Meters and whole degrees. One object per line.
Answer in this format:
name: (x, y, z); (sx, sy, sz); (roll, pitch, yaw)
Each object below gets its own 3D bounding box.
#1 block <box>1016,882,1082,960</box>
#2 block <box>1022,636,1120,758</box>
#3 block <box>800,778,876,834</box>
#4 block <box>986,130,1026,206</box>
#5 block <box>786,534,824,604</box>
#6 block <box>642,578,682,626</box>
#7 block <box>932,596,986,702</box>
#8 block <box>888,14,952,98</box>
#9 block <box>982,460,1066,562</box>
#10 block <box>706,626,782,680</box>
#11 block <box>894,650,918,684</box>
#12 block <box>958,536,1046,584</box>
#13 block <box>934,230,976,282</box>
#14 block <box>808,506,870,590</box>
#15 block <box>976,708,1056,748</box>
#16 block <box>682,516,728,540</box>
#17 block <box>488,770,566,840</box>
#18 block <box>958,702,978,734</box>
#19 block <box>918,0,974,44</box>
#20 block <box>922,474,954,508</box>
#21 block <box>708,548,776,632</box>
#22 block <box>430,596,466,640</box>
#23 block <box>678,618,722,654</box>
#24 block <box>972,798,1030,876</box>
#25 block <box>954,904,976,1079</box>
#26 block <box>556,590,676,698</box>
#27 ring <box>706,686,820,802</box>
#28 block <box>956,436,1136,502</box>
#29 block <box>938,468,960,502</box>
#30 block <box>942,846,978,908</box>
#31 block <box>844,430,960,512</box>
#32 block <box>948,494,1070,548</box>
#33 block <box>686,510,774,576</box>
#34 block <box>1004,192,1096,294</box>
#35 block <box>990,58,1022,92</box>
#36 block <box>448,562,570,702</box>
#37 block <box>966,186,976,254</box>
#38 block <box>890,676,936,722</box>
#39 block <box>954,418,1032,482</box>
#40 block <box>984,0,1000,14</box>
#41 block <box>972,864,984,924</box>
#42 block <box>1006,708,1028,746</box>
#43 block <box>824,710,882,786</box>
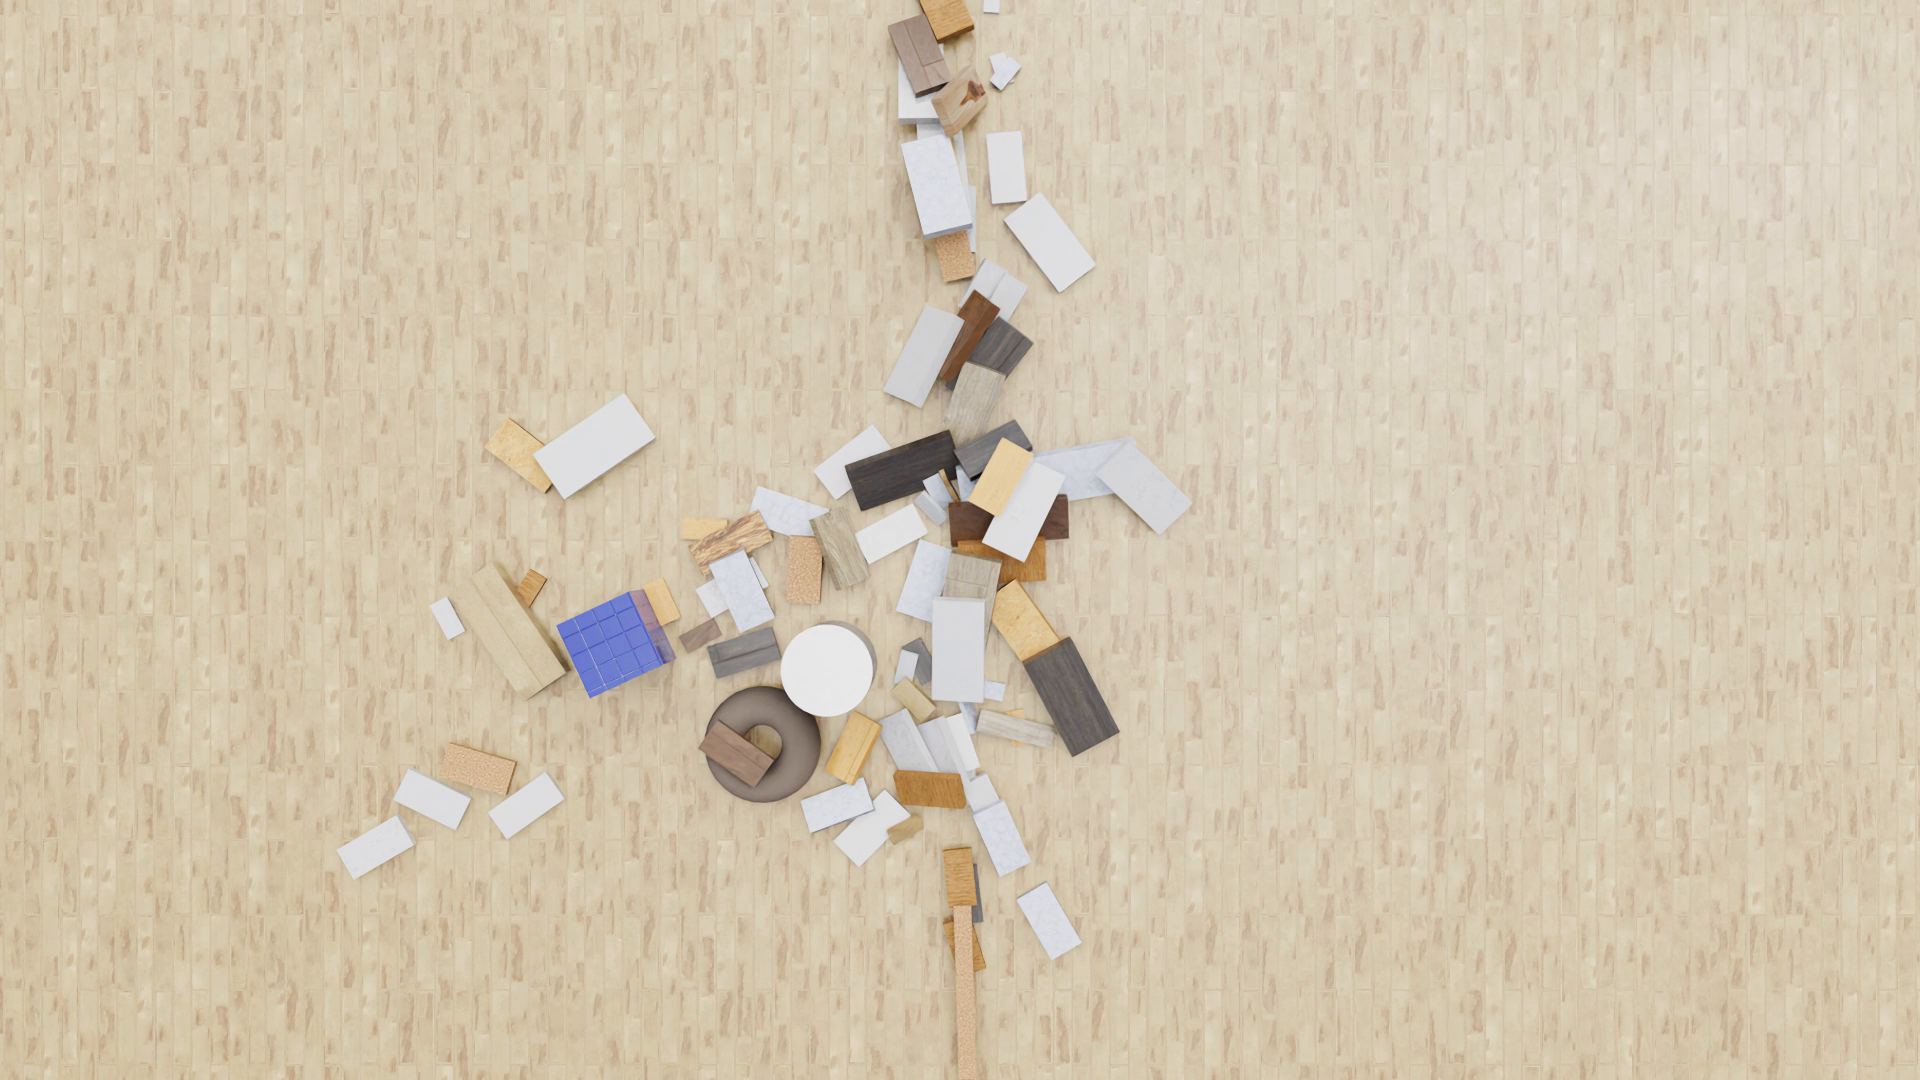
block: (0.295, 1.264, 5.484); (0.116, 0.033, 0.231); (-30, 90, 0)
block: (0.366, 0.517, 5.436); (0.180, 0.051, 0.359); (-28, 102, 0)
block: (-0.405, 0.880, 5.463); (0.224, 0.032, 0.112); (-21, 71, 2)
block: (0.154, -1.236, 5.484); (0.116, 0.033, 0.232); (-5, 90, 0)
block: (-0.513, 0.099, 5.464); (0.112, 0.032, 0.223); (4, 100, 1)
block: (-0.992, 0.205, 5.490); (0.073, 0.021, 0.146); (-25, 90, 0)
block: (-0.003, 0.360, 5.413); (0.170, 0.048, 0.340); (3, 104, 8)
block: (-0.130, -1.592, 5.422); (0.131, 0.037, 0.262); (-20, 77, -5)
block: (0.207, -0.101, 5.378); (0.153, 0.043, 0.311); (26, 91, -3)
block: (-0.716, 0.375, 5.484); (0.224, 0.032, 0.112); (-17, 90, 0)
block: (-0.177, 0.426, 5.472); (0.058, 0.016, 0.116); (15, 107, 6)
block: (0.139, 0.069, 5.453); (0.287, 0.041, 0.144); (-3, 114, 0)
block: (-0.024, -0.972, 5.451); (0.109, 0.031, 0.219); (-13, 98, 2)
block: (-0.395, 0.027, 5.439); (0.125, 0.035, 0.250); (-24, 96, -35)
block: (0.185, 0.625, 5.467); (0.261, 0.021, 0.072); (15, 86, -9)
block: (-0.848, -0.036, 5.490); (0.146, 0.021, 0.073); (5, 90, 0)
block: (-1.439, 0.881, 5.485); (0.233, 0.031, 0.109); (-35, 90, 0)
block: (0.032, 0.580, 5.471); (0.017, 0.059, 0.117); (-20, 90, 30)
block: (-0.064, -1.784, 5.458); (0.131, 0.037, 0.262); (-23, 80, 0)
block: (-0.071, -0.159, 5.462); (0.059, 0.017, 0.118); (-26, 119, 3)
block: (-0.719, 0.167, 5.445); (0.125, 0.035, 0.250); (-23, 102, -1)
block: (-1.704, 0.261, 5.491); (0.065, 0.018, 0.130); (-28, 90, 0)
block: (-0.863, 0.319, 5.491); (0.130, 0.018, 0.065); (-29, 90, 0)
block: (0.136, 0.985, 5.457); (0.116, 0.033, 0.231); (-24, 100, -6)
block: (0.021, 1.626, 5.461); (0.058, 0.016, 0.850); (-2, 94, 0)
block: (-1.114, 0.334, 5.372); (0.256, 0.256, 0.256); (-25, 90, 0)
ring: (-0.650, 0.674, 5.437); (0.386, 0.129, 0.386); (0, 91, 1)
block: (0.292, -0.207, 5.446); (0.594, 0.048, 0.170); (-10, 112, 0)
block: (-0.032, -0.173, 5.440); (0.017, 0.059, 0.118); (-26, 128, 6)
block: (0.000, 1.117, 5.460); (0.095, 0.027, 0.189); (-6, 90, 0)
block: (-0.182, -0.229, 5.440); (0.365, 0.045, 0.160); (-19, 120, 0)
block: (0.161, -0.064, 5.445); (0.392, 0.041, 0.144); (-4, 115, -2)
block: (-0.759, 0.008, 5.456); (0.265, 0.032, 0.112); (-27, 93, 3)
block: (0.298, -0.986, 5.478); (0.153, 0.043, 0.305); (-37, 90, 0)
block: (0.151, -1.548, 5.478); (0.052, 0.015, 0.104); (40, 90, 0)
block: (-1.490, 0.303, 5.463); (0.180, 0.051, 0.437); (-34, 90, 8)
block: (-0.003, -1.066, 5.485); (0.109, 0.031, 0.219); (1, 90, 0)
block: (-0.153, 0.527, 5.475); (0.145, 0.021, 0.072); (44, 108, -3)
block: (0.108, -0.293, 5.394); (0.232, 0.033, 0.116); (-27, 67, -9)
block: (0.106, -1.808, 5.493); (0.052, 0.015, 0.104); (3, 90, 0)
block: (0.020, 1.180, 5.487); (0.095, 0.027, 0.189); (-7, 90, 0)
block: (0.193, 0.624, 5.492); (0.059, 0.017, 0.117); (-11, 90, 0)
block: (-0.352, 0.689, 5.464); (0.109, 0.031, 0.219); (26, 90, 24)
